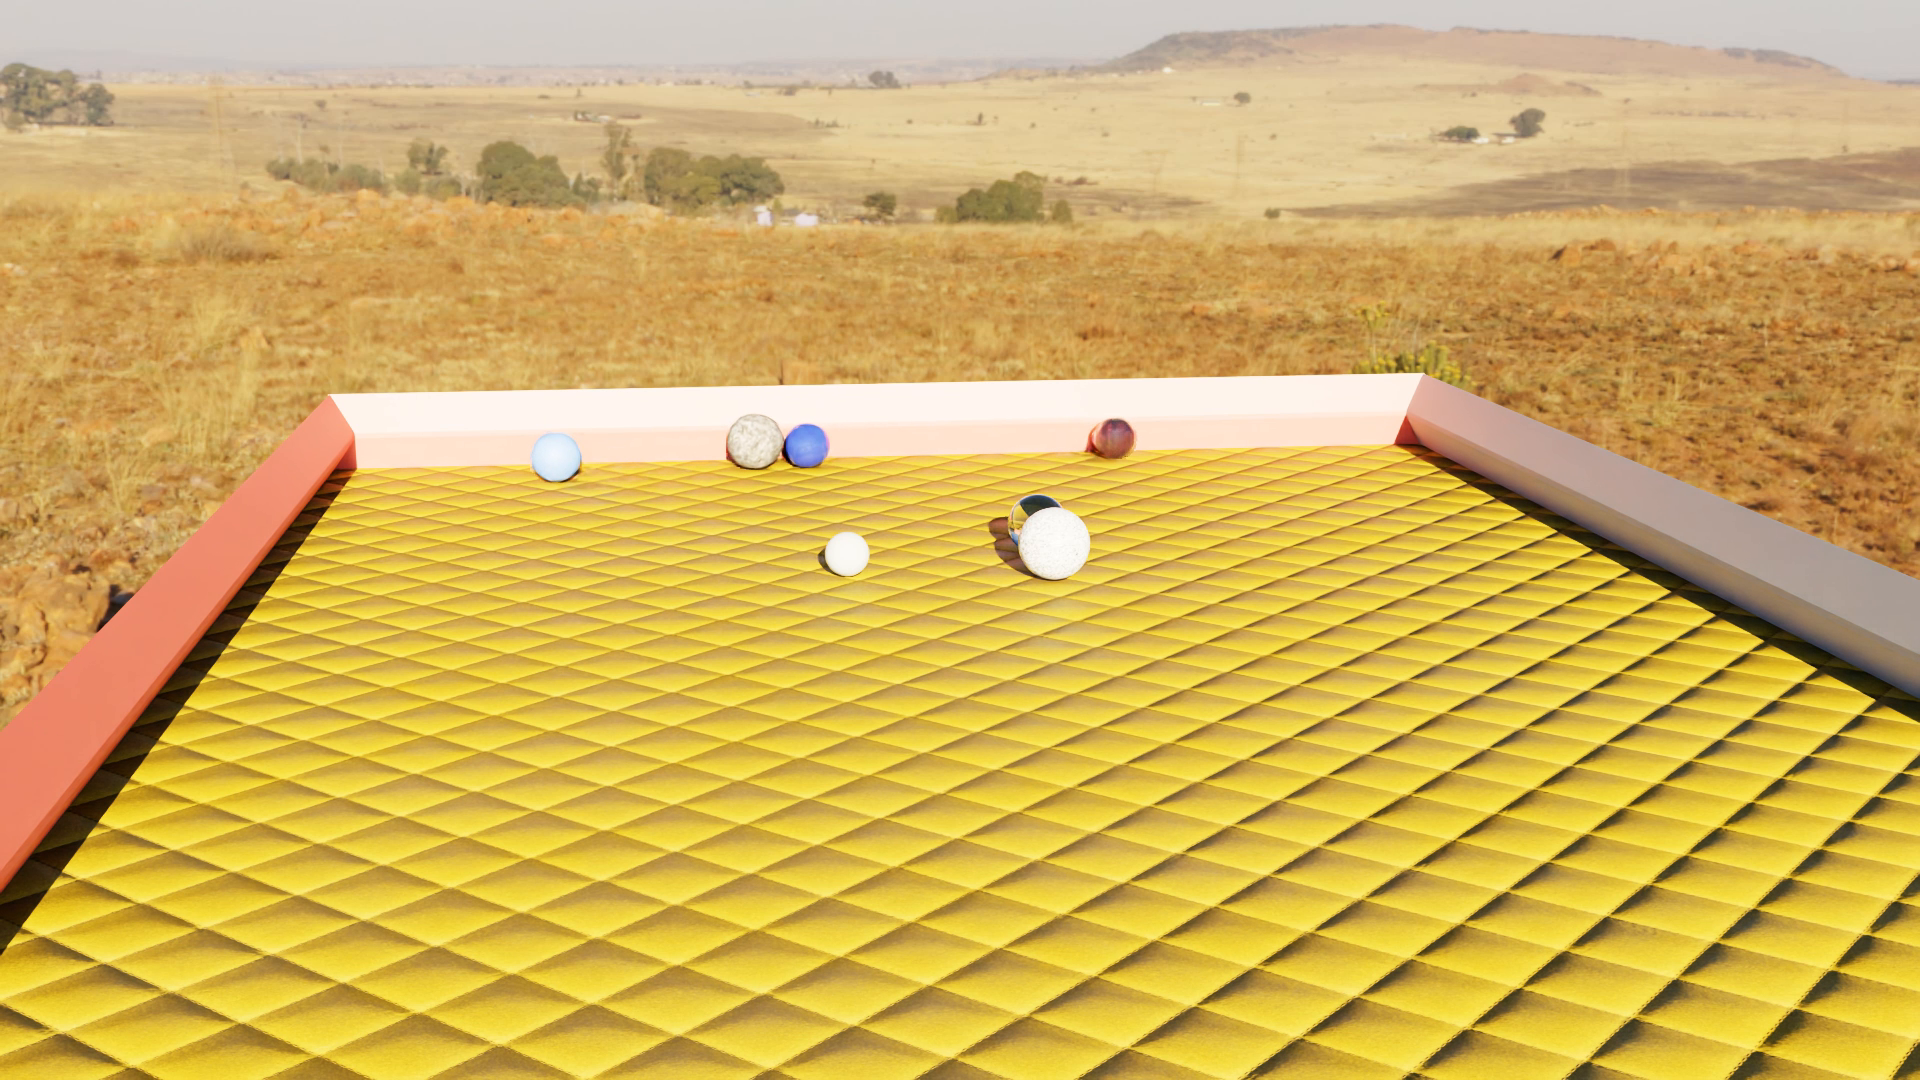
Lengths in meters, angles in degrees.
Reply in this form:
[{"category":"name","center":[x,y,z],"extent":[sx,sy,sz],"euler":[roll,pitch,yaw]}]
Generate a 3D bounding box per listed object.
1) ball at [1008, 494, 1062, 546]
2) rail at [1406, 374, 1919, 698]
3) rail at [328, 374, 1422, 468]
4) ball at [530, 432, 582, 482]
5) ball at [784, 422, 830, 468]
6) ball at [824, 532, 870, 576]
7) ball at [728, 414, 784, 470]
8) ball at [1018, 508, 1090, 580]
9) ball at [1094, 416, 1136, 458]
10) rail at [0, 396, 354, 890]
[{"category":"ball","center":[0.109,-0.022,3.087],"extent":[0.085,0.085,0.085],"euler":[0,12,0]},{"category":"rail","center":[1.039,0.136,2.269],"extent":[0.045,0.126,3.488],"euler":[-2,13,-7]},{"category":"rail","center":[-0.112,-0.205,3.814],"extent":[1.912,0.126,0.045],"euler":[-2,13,-7]},{"category":"ball","center":[-0.663,-0.136,3.609],"extent":[0.083,0.083,0.083],"euler":[0,12,0]},{"category":"ball","center":[-0.259,-0.161,3.735],"extent":[0.077,0.077,0.077],"euler":[0,12,0]},{"category":"ball","center":[-0.152,0.019,2.956],"extent":[0.060,0.060,0.060],"euler":[0,12,0]},{"category":"ball","center":[-0.346,-0.167,3.721],"extent":[0.095,0.095,0.095],"euler":[0,12,0]},{"category":"ball","center":[0.126,0.005,2.934],"extent":[0.097,0.097,0.097],"euler":[0,12,0]},{"category":"ball","center":[0.268,-0.178,3.820],"extent":[0.073,0.073,0.073],"euler":[0,12,0]},{"category":"rail","center":[-0.809,0.189,2.029],"extent":[0.045,0.126,3.488],"euler":[-2,13,-7]}]
